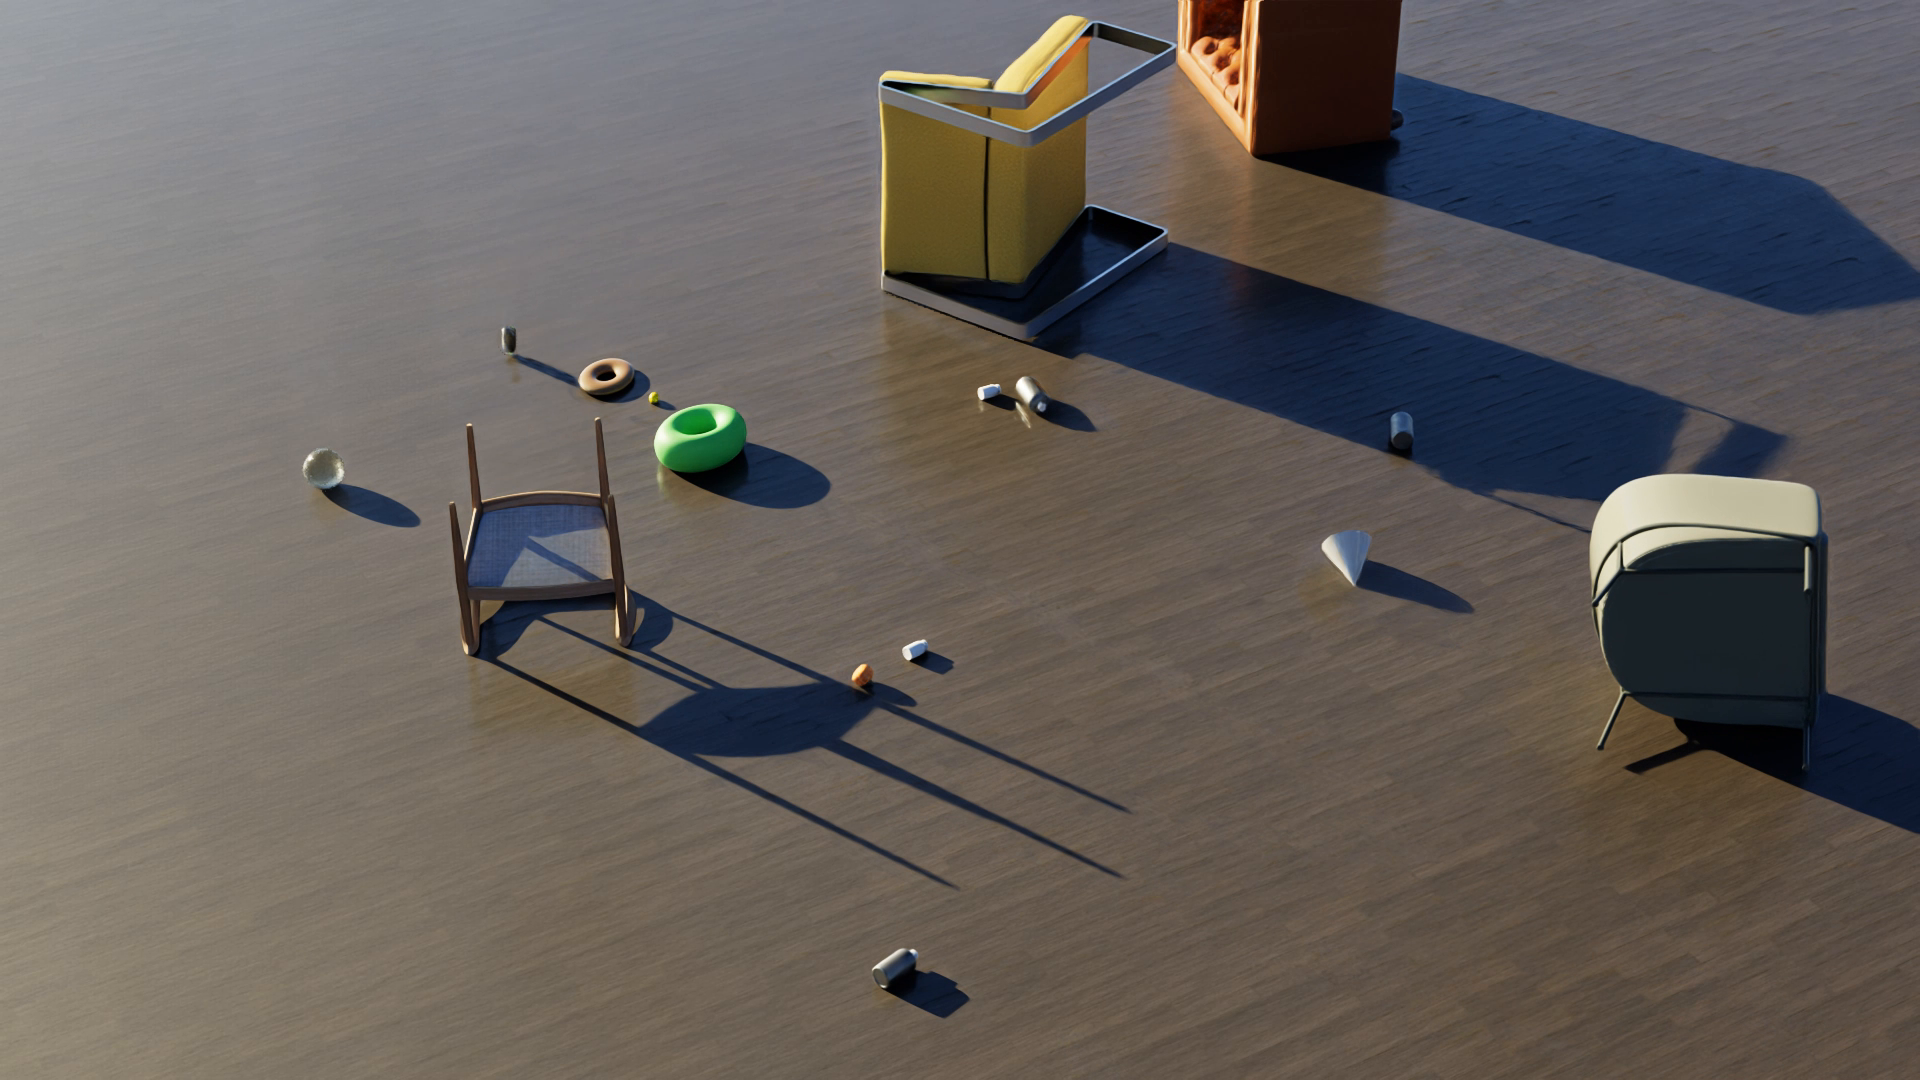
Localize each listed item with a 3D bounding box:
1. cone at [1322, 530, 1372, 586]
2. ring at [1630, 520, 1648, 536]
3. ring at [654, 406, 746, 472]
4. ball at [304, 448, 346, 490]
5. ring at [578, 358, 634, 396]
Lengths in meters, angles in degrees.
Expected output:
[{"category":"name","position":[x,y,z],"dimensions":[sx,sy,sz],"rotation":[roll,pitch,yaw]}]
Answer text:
[{"category":"cone","position":[1.429,0.091,10.729],"dimensions":[0.186,0.192,0.184],"rotation":[-6,61,-2]},{"category":"ring","position":[2.538,-0.045,10.951],"dimensions":[0.066,0.071,0.018],"rotation":[-6,37,41]},{"category":"ring","position":[-1.008,-0.396,11.407],"dimensions":[0.387,0.156,0.311],"rotation":[-28,41,-34]},{"category":"ball","position":[-2.431,-0.271,11.213],"dimensions":[0.157,0.157,0.157],"rotation":[0,33,0]},{"category":"ring","position":[-1.435,-0.663,11.916],"dimensions":[0.217,0.039,0.281],"rotation":[10,35,13]}]
